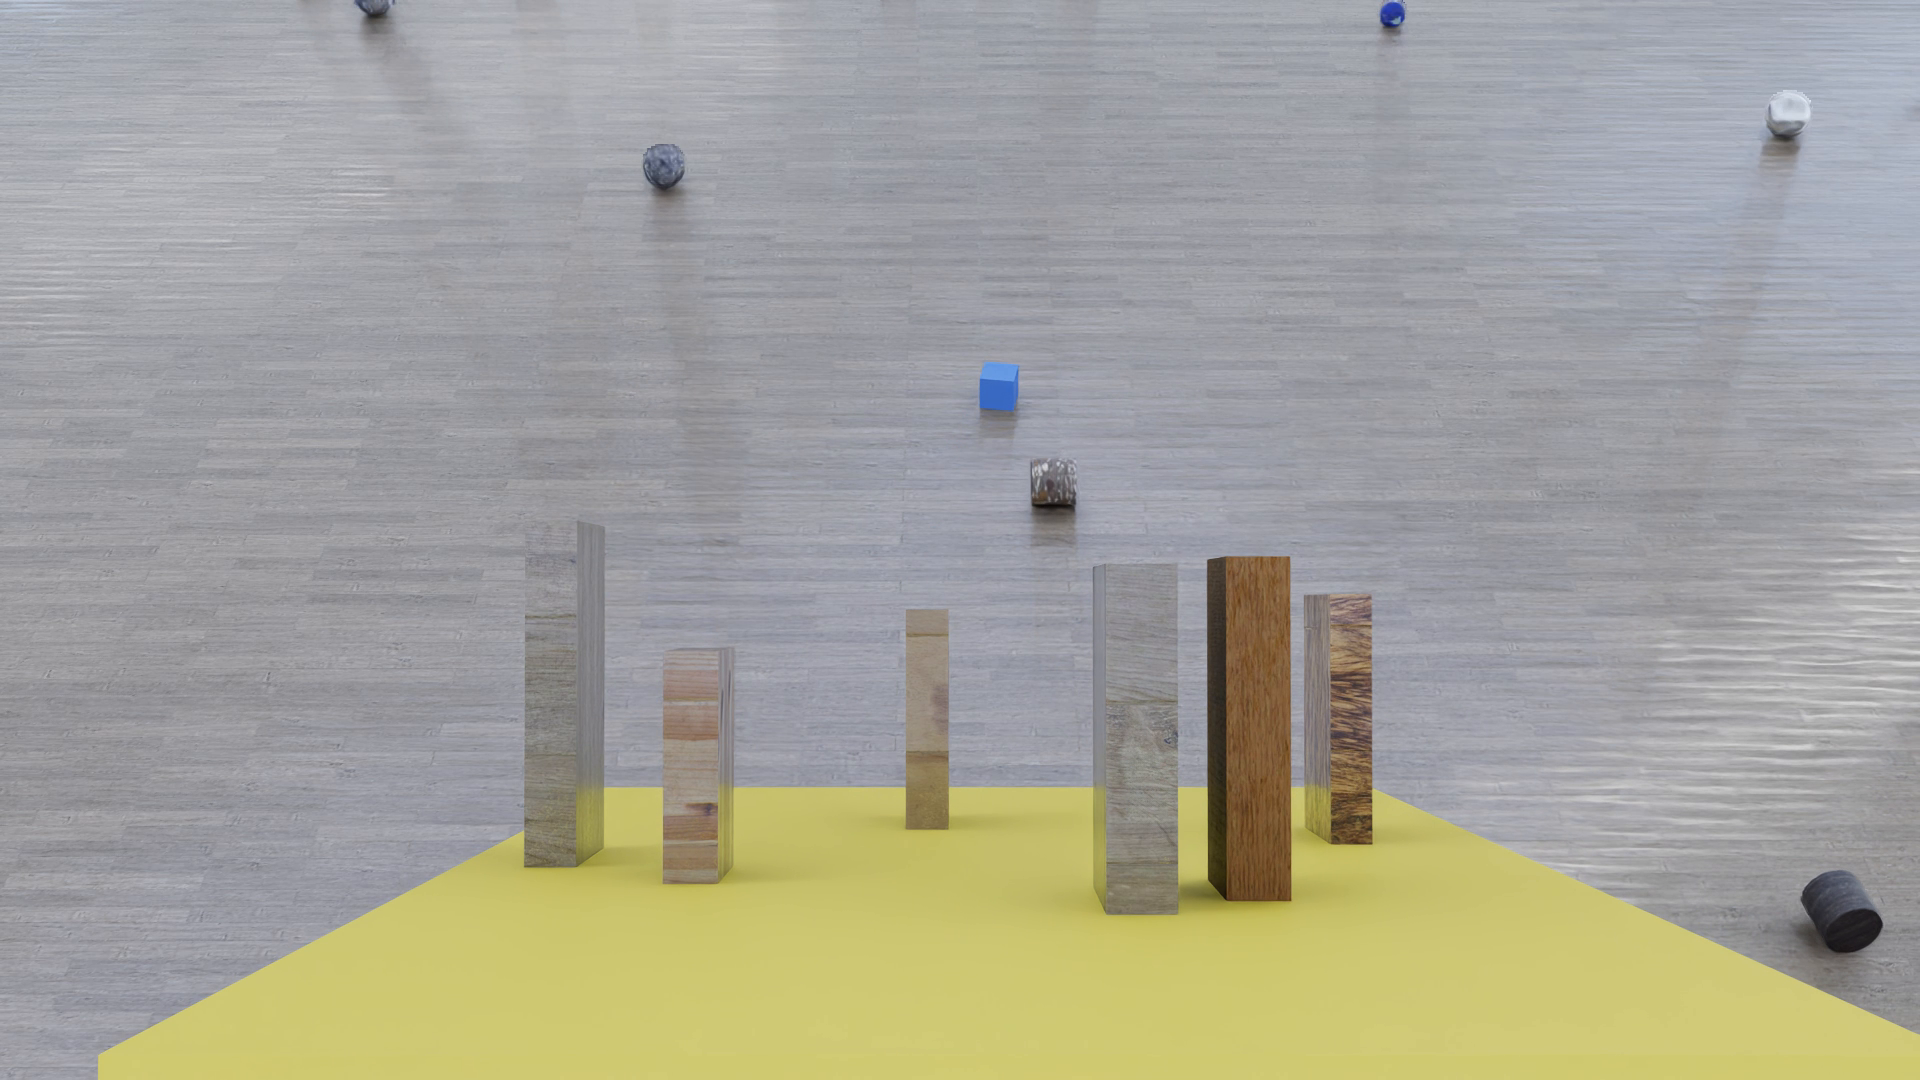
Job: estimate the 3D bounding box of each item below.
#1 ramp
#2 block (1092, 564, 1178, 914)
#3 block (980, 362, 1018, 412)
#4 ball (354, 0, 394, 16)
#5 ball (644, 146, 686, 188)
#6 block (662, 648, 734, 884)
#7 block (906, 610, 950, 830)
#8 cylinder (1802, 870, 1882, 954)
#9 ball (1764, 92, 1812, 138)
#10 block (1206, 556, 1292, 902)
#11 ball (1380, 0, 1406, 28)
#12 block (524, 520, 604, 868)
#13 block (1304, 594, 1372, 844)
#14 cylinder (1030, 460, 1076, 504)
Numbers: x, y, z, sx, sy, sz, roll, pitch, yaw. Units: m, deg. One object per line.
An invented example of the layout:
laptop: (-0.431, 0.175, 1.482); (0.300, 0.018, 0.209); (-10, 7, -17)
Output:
ramp: (0.075, 0.649, 4.783); (2.000, 0.100, 4.000); (0, -1, 0)
block: (0.283, 0.314, 4.228); (0.112, 0.545, 0.396); (0, -1, 0)
block: (0.129, -0.507, 8.555); (0.112, 0.112, 0.112); (5, 34, 8)
ball: (-2.549, -2.376, 11.288); (0.185, 0.185, 0.185); (0, 34, 0)
ball: (-1.126, -1.421, 9.881); (0.160, 0.160, 0.160); (0, 34, 0)
block: (-0.464, 0.395, 4.625); (0.095, 0.401, 0.312); (0, -1, 0)
block: (-0.070, 0.387, 5.698); (0.091, 0.468, 0.331); (0, -1, 0)
cylinder: (2.173, 0.916, 6.397); (0.144, 0.144, 0.144); (-5, 34, -7)
ball: (3.272, -1.679, 10.254); (0.174, 0.174, 0.174); (0, 34, 0)
block: (0.485, 0.310, 4.374); (0.105, 0.559, 0.324); (0, -1, 0)
ball: (1.865, -2.269, 11.192); (0.113, 0.113, 0.113); (0, 34, 0)
block: (-0.750, 0.286, 4.939); (0.095, 0.634, 0.373); (0, -1, 0)
block: (0.782, 0.363, 5.387); (0.083, 0.500, 0.398); (0, -1, 0)
cylinder: (0.290, -0.178, 8.041); (0.137, 0.137, 0.137); (0, 34, 0)
